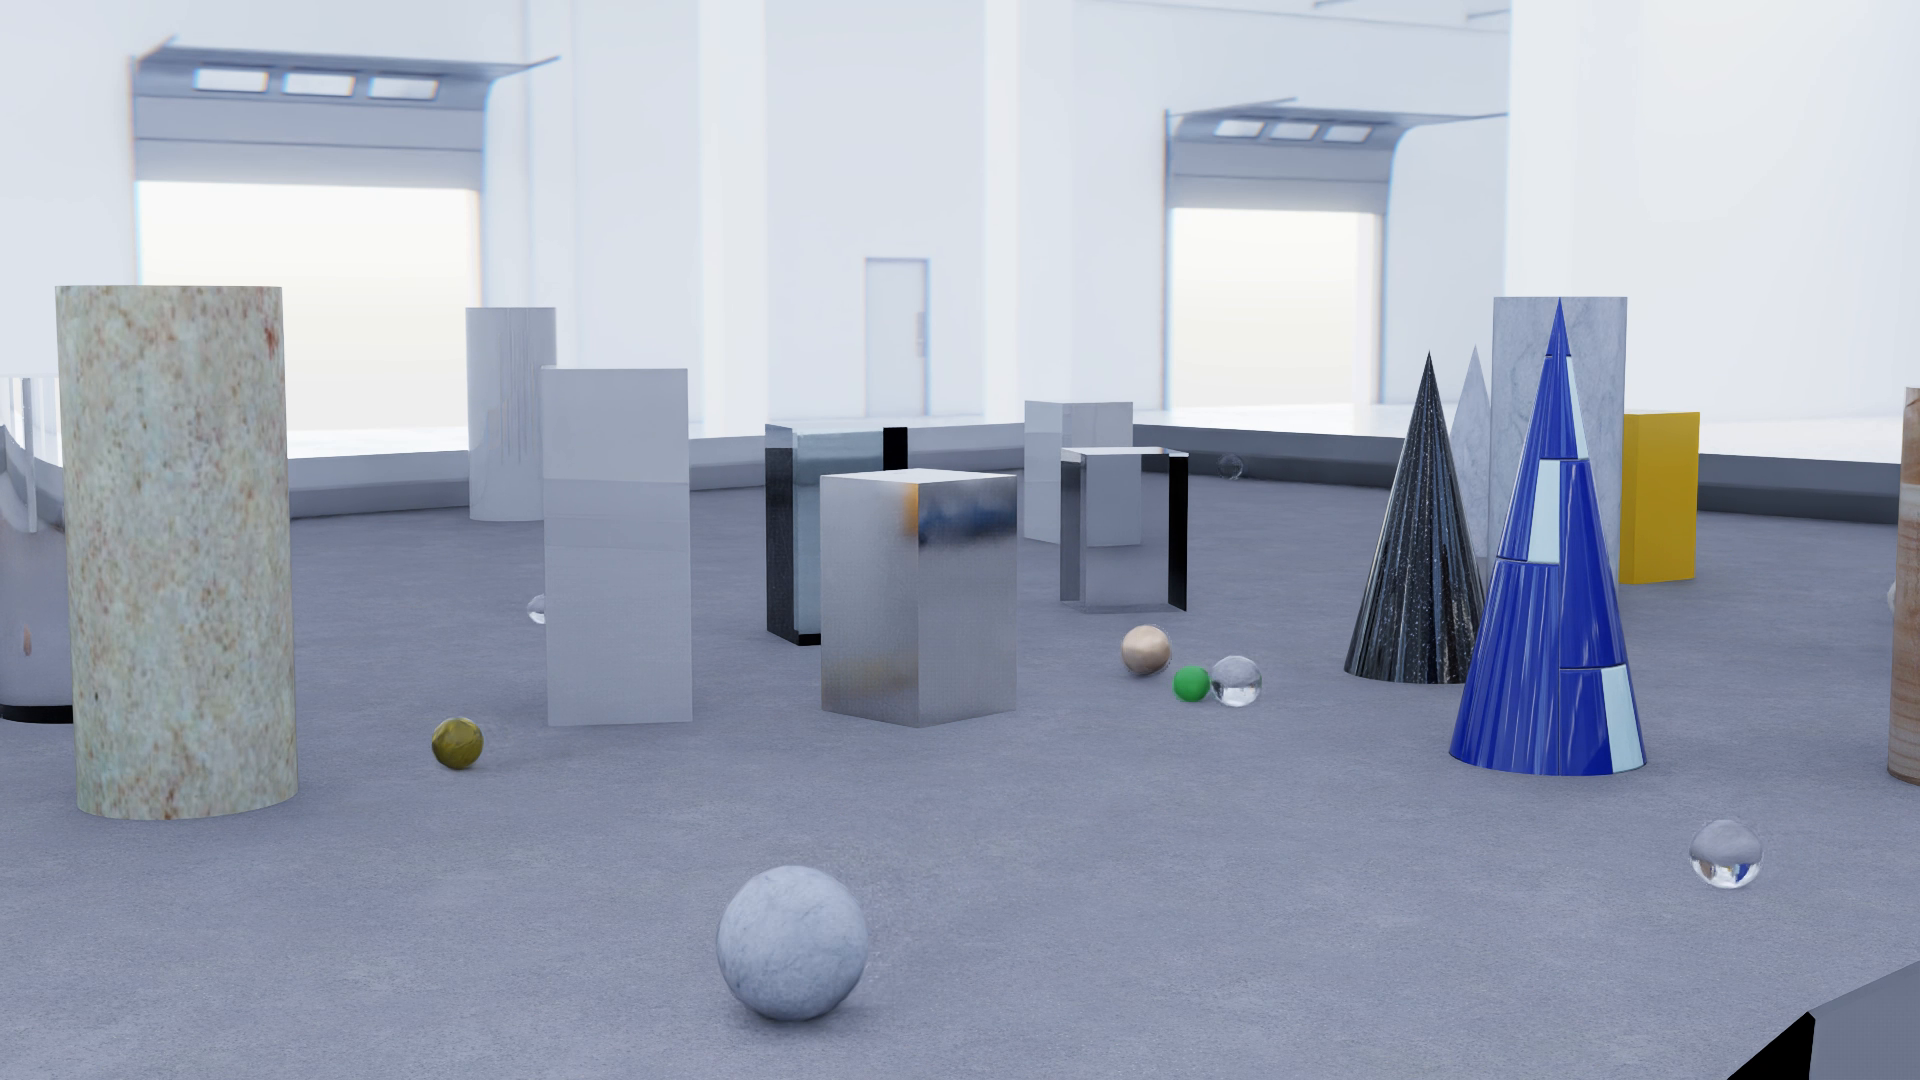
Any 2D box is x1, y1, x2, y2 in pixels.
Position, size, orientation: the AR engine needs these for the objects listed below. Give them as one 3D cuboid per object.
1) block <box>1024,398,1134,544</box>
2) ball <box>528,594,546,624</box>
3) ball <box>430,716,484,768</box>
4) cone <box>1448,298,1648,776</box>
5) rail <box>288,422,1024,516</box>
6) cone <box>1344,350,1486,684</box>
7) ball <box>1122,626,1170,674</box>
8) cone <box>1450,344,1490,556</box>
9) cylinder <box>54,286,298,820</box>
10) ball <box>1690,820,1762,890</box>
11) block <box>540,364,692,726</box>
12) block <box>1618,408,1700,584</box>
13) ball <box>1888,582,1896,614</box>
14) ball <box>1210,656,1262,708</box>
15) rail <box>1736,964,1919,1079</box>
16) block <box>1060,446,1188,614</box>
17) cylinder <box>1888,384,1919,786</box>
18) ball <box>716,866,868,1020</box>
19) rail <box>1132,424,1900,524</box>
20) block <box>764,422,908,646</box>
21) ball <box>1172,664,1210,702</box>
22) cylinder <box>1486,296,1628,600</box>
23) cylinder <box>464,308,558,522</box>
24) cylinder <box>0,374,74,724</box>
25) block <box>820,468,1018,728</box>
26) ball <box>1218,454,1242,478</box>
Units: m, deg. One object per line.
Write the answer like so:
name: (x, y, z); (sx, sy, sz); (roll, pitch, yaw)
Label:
block: (0.228, -0.135, 4.249); (0.153, 0.268, 0.153); (-3, 7, -26)
ball: (-0.590, 0.098, 3.112); (0.042, 0.042, 0.042); (0, 6, 0)
ball: (-0.488, 0.197, 2.135); (0.050, 0.050, 0.050); (0, 6, 0)
cone: (0.586, -0.012, 2.173); (0.192, 0.458, 0.192); (0, 6, 0)
rail: (-1.328, -0.118, 4.764); (4.501, 0.125, 0.045); (-6, 8, -42)
cone: (0.570, -0.035, 2.691); (0.192, 0.396, 0.192); (0, 6, 0)
ball: (0.227, 0.134, 2.687); (0.060, 0.060, 0.060); (0, 6, 0)
cone: (0.941, -0.170, 4.033); (0.192, 0.383, 0.192); (0, 6, 0)
cylinder: (-0.707, 0.004, 1.992); (0.192, 0.464, 0.192); (0, 6, 0)
ball: (0.590, 0.242, 1.693); (0.053, 0.053, 0.053); (0, 6, 0)
block: (-0.379, 0.000, 2.421); (0.153, 0.381, 0.153); (-1, 6, -10)
block: (1.110, -0.076, 3.649); (0.153, 0.276, 0.153); (-4, 7, -34)
ball: (1.354, 0.084, 3.122); (0.069, 0.069, 0.069); (0, 6, 0)
ball: (0.309, 0.158, 2.463); (0.058, 0.058, 0.058); (0, 6, 0)
rail: (1.328, 0.183, 1.900); (4.501, 0.125, 0.045); (-6, 8, -42)
block: (0.243, -0.017, 3.287); (0.153, 0.234, 0.153); (-1, 6, -11)
cylinder: (0.986, 0.042, 2.073); (0.192, 0.371, 0.192); (0, 6, 0)
ball: (-0.105, 0.253, 1.382); (0.096, 0.096, 0.096); (0, 6, 0)
rail: (1.636, -0.126, 4.834); (0.045, 0.125, 3.965); (-6, 8, -42)
block: (-0.169, -0.013, 2.993); (0.153, 0.287, 0.153); (-2, 6, -21)
ball: (0.263, 0.163, 2.496); (0.042, 0.042, 0.042); (0, 6, 0)
cylinder: (0.889, -0.131, 3.282); (0.192, 0.462, 0.192); (0, 6, 0)
cylinder: (-0.953, -0.272, 4.690); (0.192, 0.447, 0.192); (0, 6, 0)
cylinder: (-0.973, 0.003, 2.441); (0.192, 0.371, 0.192); (0, 6, 0)
block: (-0.046, 0.059, 2.433); (0.153, 0.262, 0.153); (6, 8, 44)
ball: (0.710, -0.193, 5.773); (0.065, 0.065, 0.065); (0, 6, 0)
